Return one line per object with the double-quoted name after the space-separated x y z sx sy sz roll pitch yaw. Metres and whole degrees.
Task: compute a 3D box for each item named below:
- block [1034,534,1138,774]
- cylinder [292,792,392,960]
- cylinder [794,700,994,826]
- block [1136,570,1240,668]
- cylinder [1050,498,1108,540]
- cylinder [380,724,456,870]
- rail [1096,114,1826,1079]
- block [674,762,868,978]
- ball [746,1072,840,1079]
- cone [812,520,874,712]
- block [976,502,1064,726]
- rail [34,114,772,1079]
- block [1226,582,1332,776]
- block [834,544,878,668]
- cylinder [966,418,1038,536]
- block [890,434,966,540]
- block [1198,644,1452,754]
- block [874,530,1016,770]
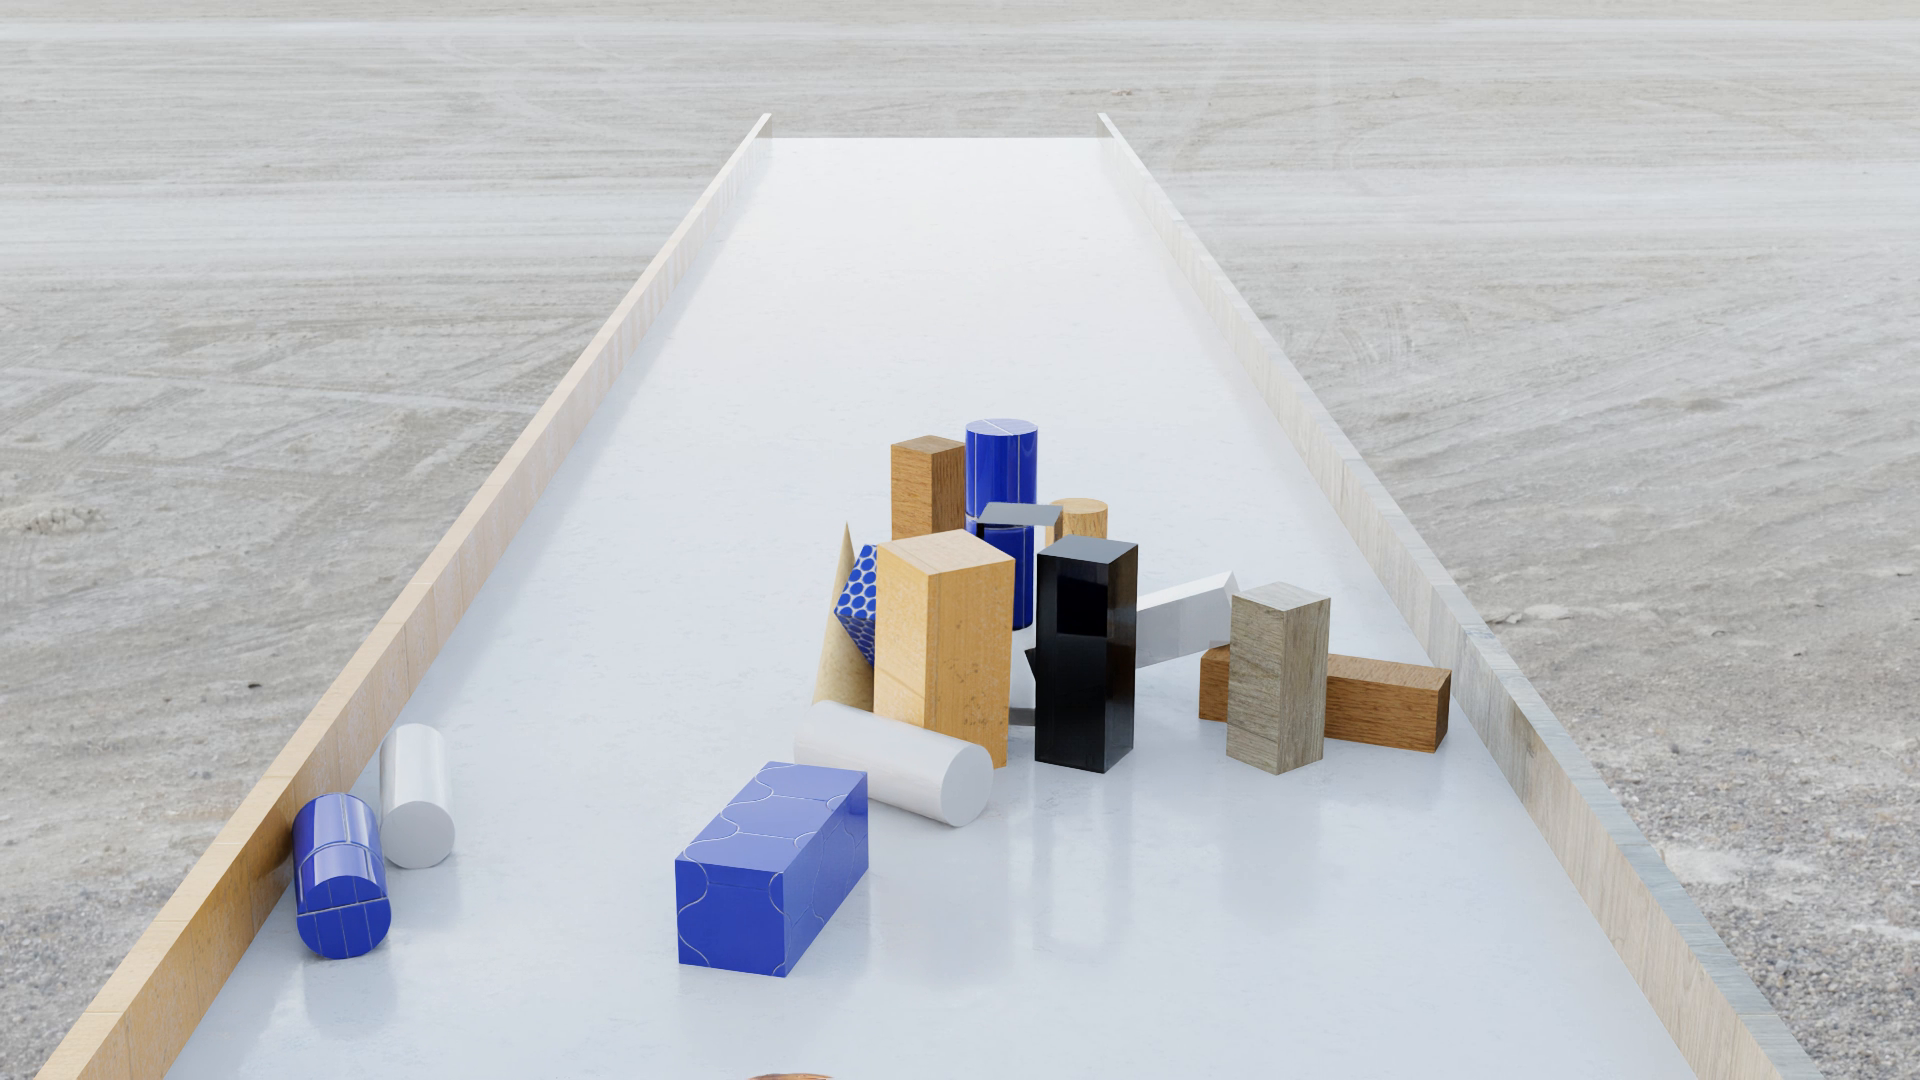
0.223 0.199 3.880 0.134 0.385 0.134 8 18 26 "block"
-0.934 0.501 3.311 0.132 0.132 0.315 -5 17 -17 "cylinder"
-0.115 0.375 3.722 0.328 0.139 0.139 13 21 37 "cylinder"
0.342 0.176 4.204 0.400 0.108 0.108 -17 11 20 "block"
0.234 0.083 4.397 0.117 0.314 0.117 0 17 0 "cylinder"
-0.896 0.417 3.620 0.117 0.117 0.342 -4 17 -14 "cylinder"
0.932 -0.844 7.801 0.050 0.150 12.000 0 17 -1 "rail"
-0.275 0.486 3.304 0.163 0.163 0.382 5 17 15 "block"
-0.172 0.715 2.219 0.345 0.345 0.345 0 17 0 "ball"
-0.210 0.137 4.120 0.144 0.368 0.144 0 17 0 "cone"
0.111 0.138 4.085 0.141 0.387 0.141 3 17 9 "block"
-1.118 -0.838 7.780 0.050 0.150 12.000 0 17 -1 "rail"
0.561 0.242 3.880 0.121 0.303 0.121 -13 21 -37 "block"
-0.084 0.165 4.079 0.150 0.319 0.150 9 61 28 "block"
0.087 -0.039 4.638 0.152 0.410 0.152 0 17 0 "cylinder"
-0.065 -0.061 4.886 0.124 0.312 0.124 15 22 41 "block"
0.671 0.285 4.058 0.440 0.120 0.120 7 18 22 "block"
-0.031 0.203 3.843 0.173 0.390 0.173 -10 23 -30 "block"
